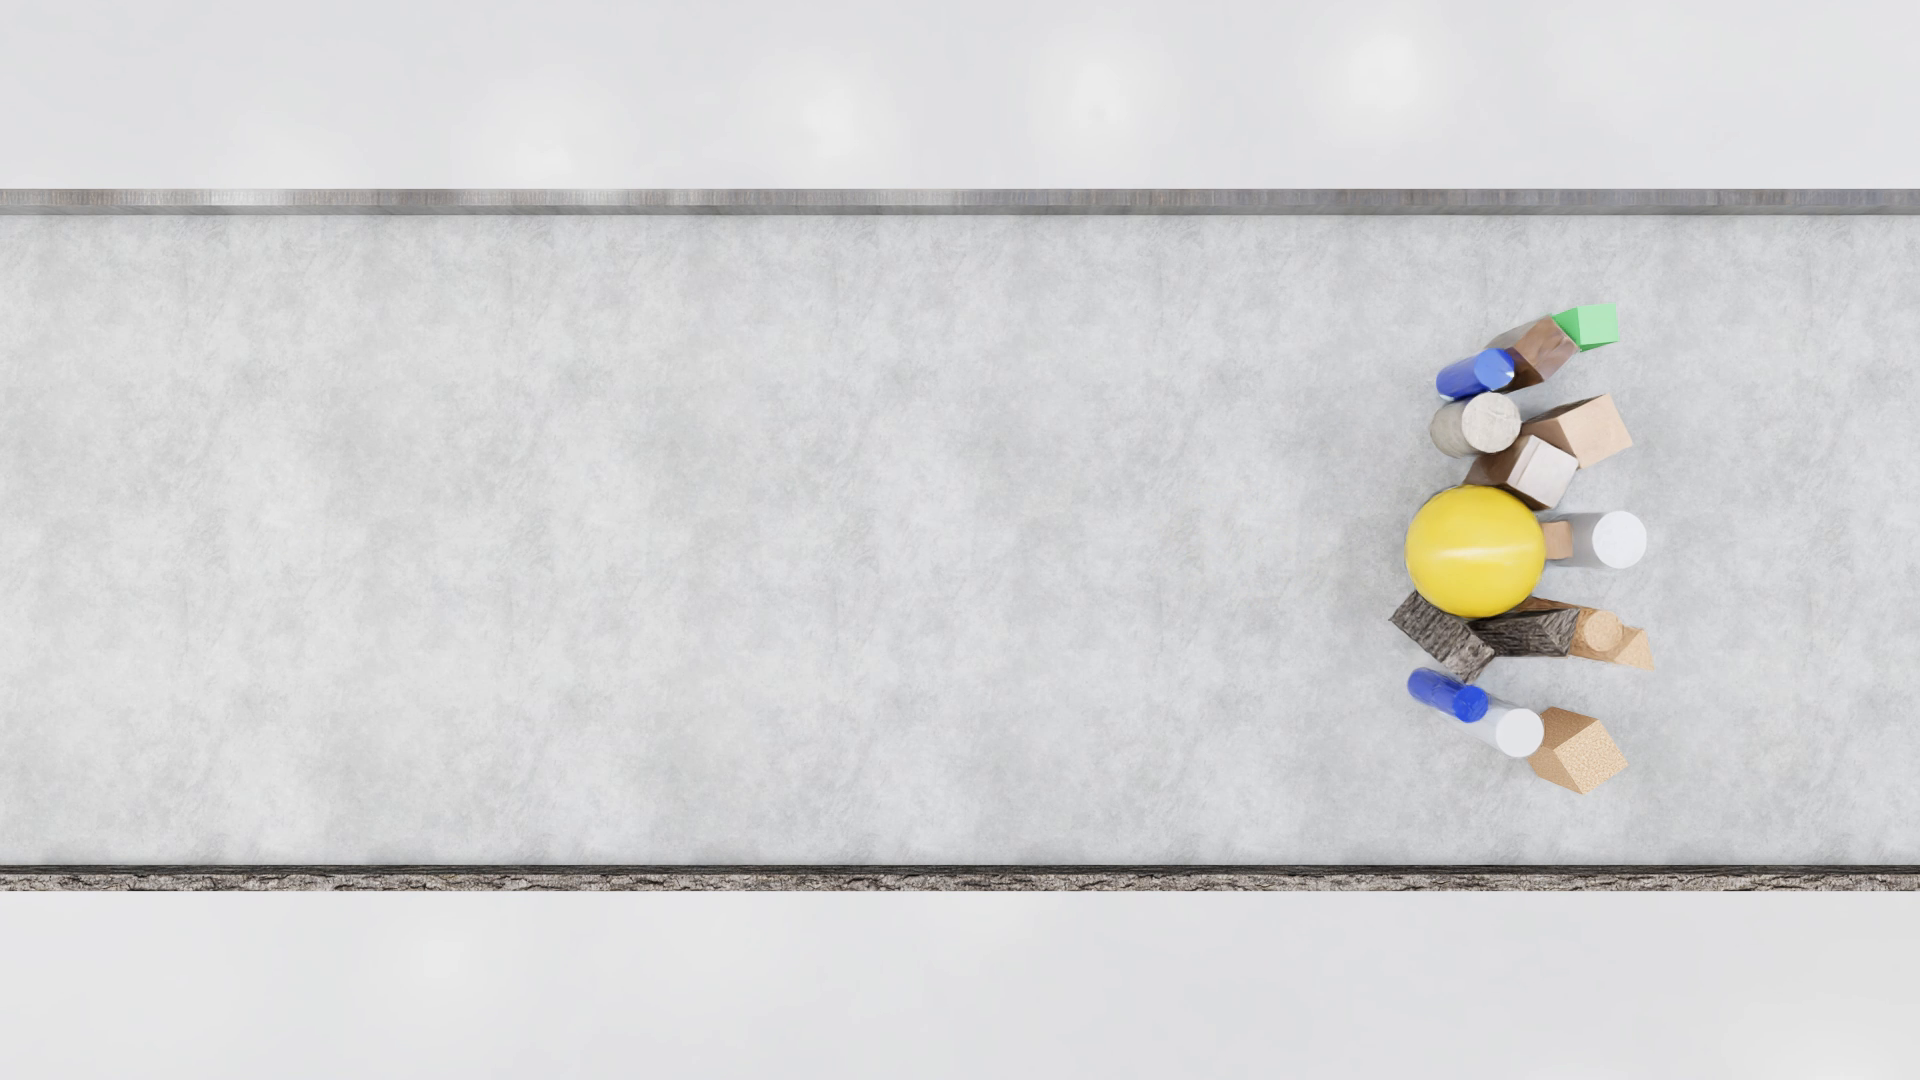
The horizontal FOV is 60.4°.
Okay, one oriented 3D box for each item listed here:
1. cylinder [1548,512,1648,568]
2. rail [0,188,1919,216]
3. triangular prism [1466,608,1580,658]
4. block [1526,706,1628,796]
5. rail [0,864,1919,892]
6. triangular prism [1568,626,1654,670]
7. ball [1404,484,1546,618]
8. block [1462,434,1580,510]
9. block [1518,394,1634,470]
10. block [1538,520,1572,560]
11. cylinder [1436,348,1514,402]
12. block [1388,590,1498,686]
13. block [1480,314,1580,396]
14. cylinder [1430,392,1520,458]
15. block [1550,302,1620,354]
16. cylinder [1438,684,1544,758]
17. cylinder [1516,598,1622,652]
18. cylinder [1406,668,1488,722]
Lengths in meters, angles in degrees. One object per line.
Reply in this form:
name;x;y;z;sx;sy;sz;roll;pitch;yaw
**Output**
cylinder;1.882;0.000;4.908;0.165;0.321;0.165;0;90;-6
rail;-2.247;-1.025;5.002;12.000;0.150;0.050;0;90;0
triangular prism;1.681;0.252;4.878;0.123;0.373;0.142;-41;95;-13
block;1.802;0.620;4.892;0.156;0.370;0.156;-34;90;0
rail;-2.247;1.025;5.001;12.000;0.150;0.050;0;90;0
triangular prism;1.871;0.294;4.852;0.125;0.434;0.108;14;90;-11
ball;1.480;0.033;4.750;0.388;0.388;0.388;0;90;0
block;1.640;-0.191;4.853;0.155;0.432;0.155;28;90;0
block;1.795;-0.305;4.865;0.162;0.416;0.162;-26;89;0
block;1.649;0.008;4.929;0.318;0.107;0.107;-5;90;43
cylinder;1.527;-0.487;4.900;0.117;0.348;0.117;0;88;-2
block;1.413;0.282;4.846;0.121;0.434;0.121;37;98;-11
block;1.654;-0.539;4.871;0.135;0.406;0.135;-43;90;-3
cylinder;1.534;-0.339;4.919;0.173;0.315;0.173;0;90;0
block;1.799;-0.610;4.863;0.108;0.428;0.108;-6;90;0
cylinder;1.555;0.523;4.855;0.140;0.429;0.140;-1;95;-5
cylinder;1.791;0.246;4.863;0.117;0.397;0.117;-1;94;-9
cylinder;1.443;0.457;4.895;0.107;0.351;0.107;0;94;-6
